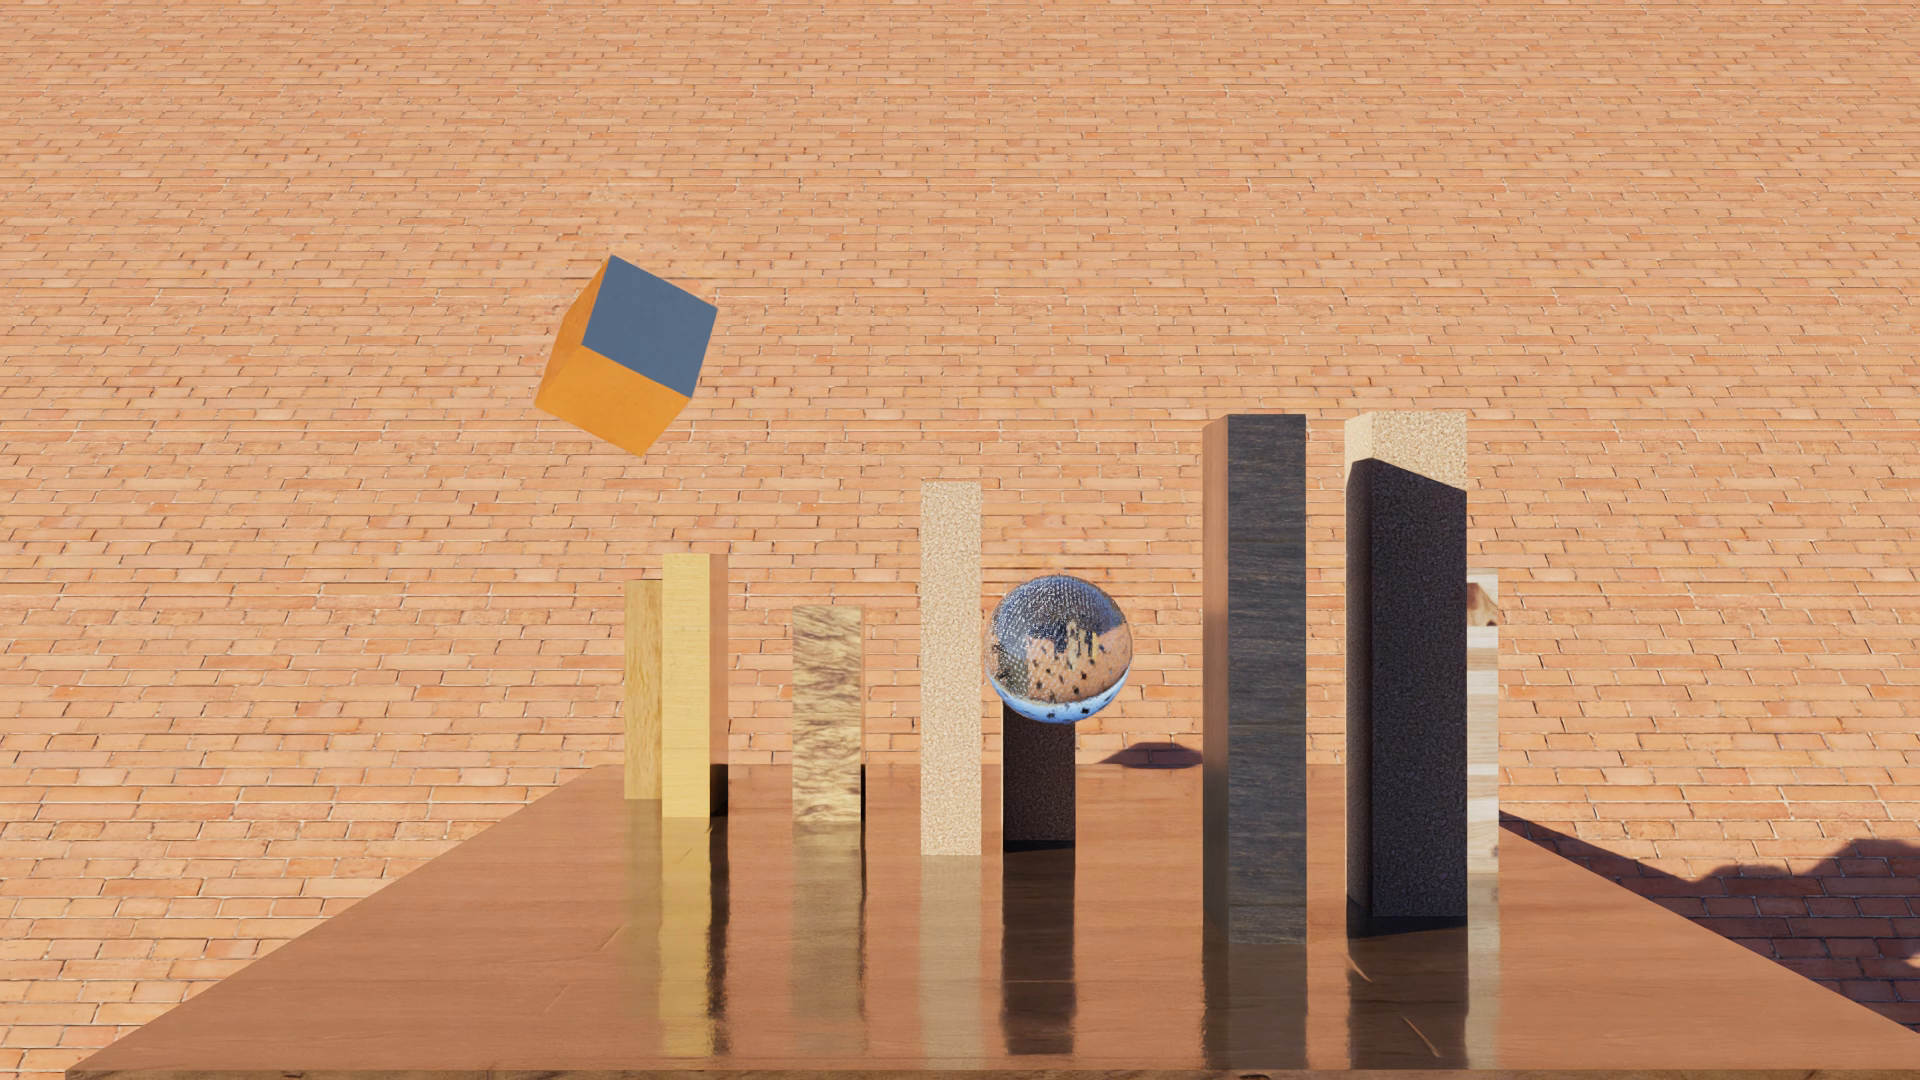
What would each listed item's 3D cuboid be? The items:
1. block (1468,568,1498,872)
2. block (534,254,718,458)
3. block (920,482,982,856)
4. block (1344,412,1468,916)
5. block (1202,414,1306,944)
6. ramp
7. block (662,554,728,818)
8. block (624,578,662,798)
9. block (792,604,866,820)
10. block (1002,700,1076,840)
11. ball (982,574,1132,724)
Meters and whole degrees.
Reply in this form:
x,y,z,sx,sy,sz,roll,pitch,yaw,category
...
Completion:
x,y,z,sx,sy,sz,roll,pitch,yaw,category
0.866,0.306,4.591,0.085,0.514,0.435,0,0,0,block
-0.312,-0.171,2.423,0.113,0.113,0.113,26,51,-19,block
-0.016,0.231,4.801,0.107,0.669,0.327,0,0,0,block
0.683,0.184,3.981,0.141,0.749,0.271,0,0,0,block
0.423,0.192,3.753,0.108,0.730,0.375,0,0,0,block
0.069,0.614,4.689,2.000,0.100,4.000,0,0,0,ramp
-0.563,0.300,5.537,0.097,0.541,0.435,0,0,0,block
-0.694,0.331,5.903,0.095,0.483,0.365,0,0,0,block
-0.270,0.352,5.386,0.137,0.434,0.292,0,0,0,block
0.151,0.354,5.055,0.134,0.426,0.344,0,0,0,block
0.113,0.127,3.009,0.175,0.175,0.175,0,31,0,ball
